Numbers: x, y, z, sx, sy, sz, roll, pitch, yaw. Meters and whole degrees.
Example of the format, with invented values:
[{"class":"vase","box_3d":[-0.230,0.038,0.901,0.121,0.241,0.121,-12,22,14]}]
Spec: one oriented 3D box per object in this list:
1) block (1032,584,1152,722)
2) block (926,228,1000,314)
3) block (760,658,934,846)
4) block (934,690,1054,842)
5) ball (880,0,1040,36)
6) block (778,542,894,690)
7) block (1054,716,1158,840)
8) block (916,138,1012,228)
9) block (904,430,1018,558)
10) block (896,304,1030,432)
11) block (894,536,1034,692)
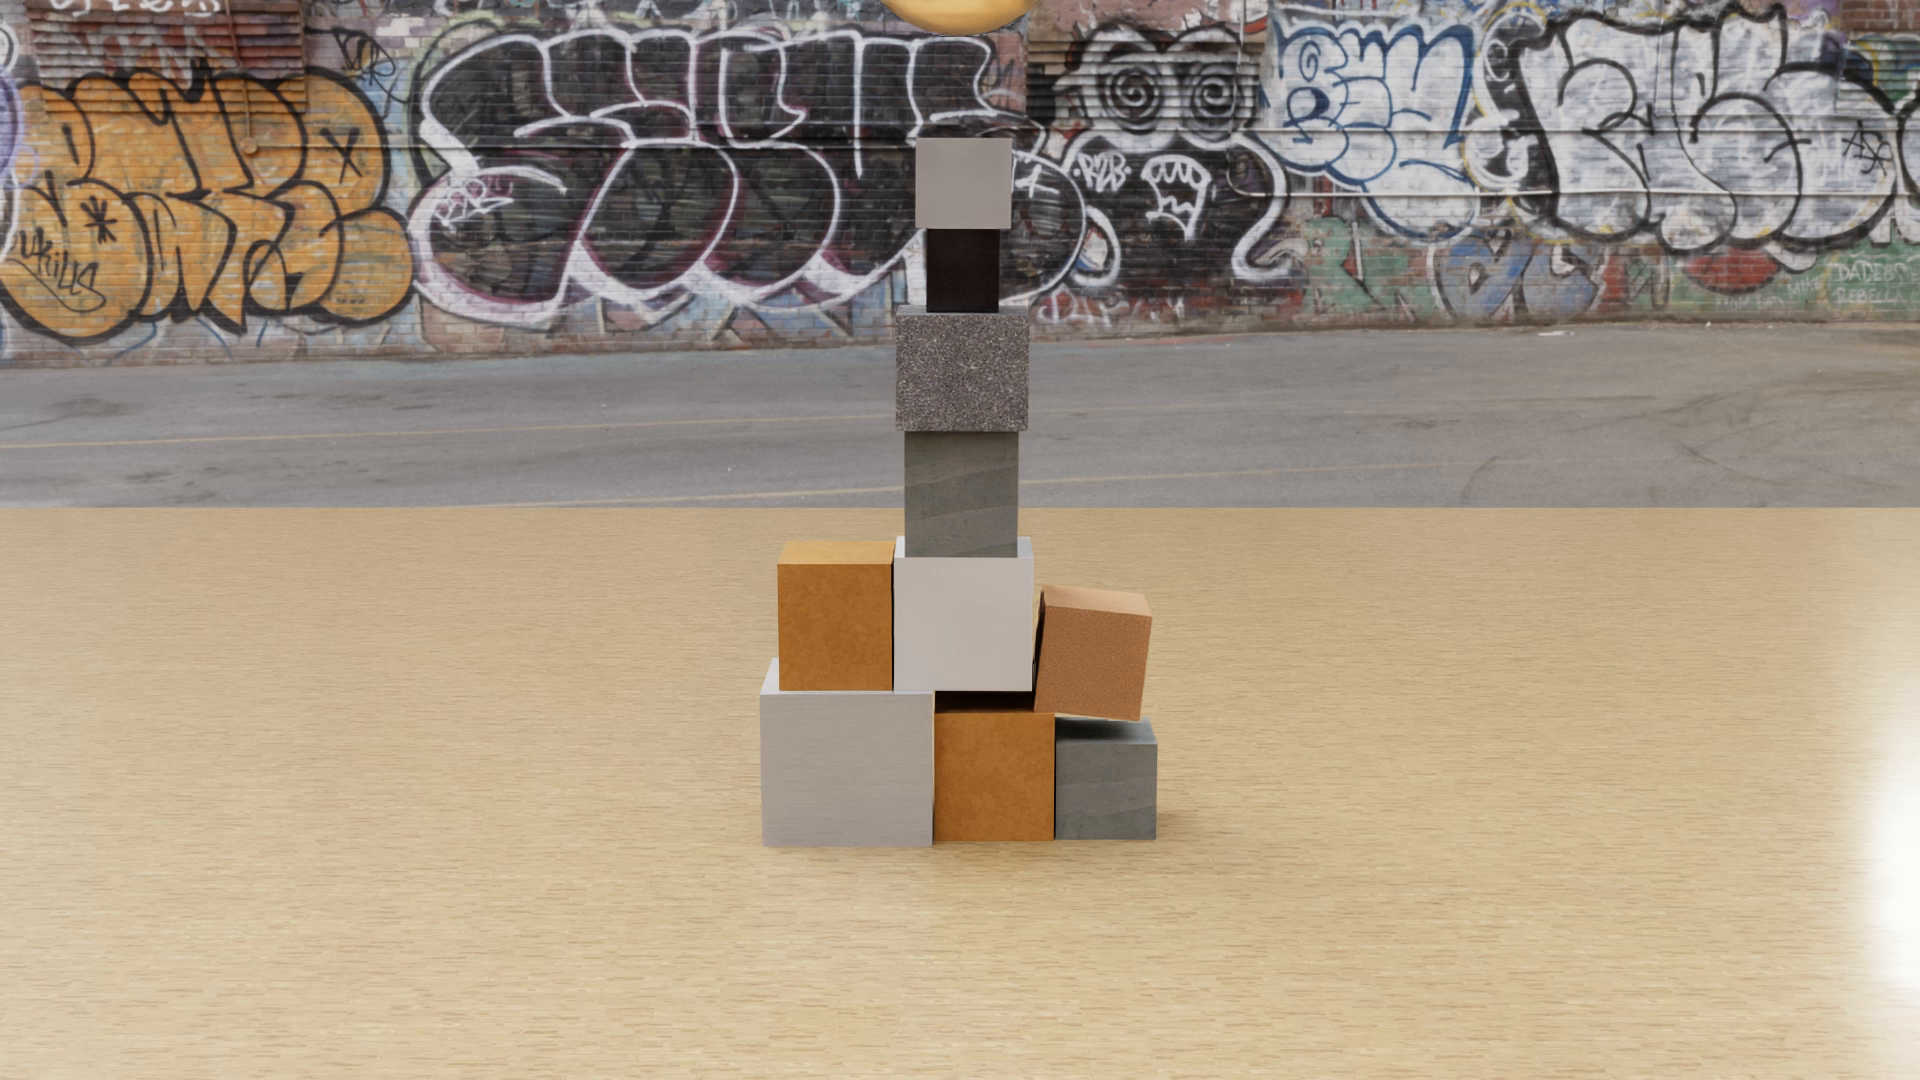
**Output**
[{"class":"block","box_3d":[0.666,0.571,11.284,0.534,0.544,0.537,6,10,-1]},{"class":"block","box_3d":[0.015,-1.353,10.951,0.356,0.413,0.384,0,10,0]},{"class":"block","box_3d":[-0.568,1.085,11.392,0.857,0.789,0.784,0,10,0]},{"class":"block","box_3d":[0.173,1.146,11.402,0.605,0.666,0.620,0,10,0]},{"class":"ball","box_3d":[0.000,-4.401,15.619,1.600,1.600,1.600,0,10,0]},{"class":"block","box_3d":[-0.623,0.381,11.255,0.564,0.645,0.627,0,10,0]},{"class":"block","box_3d":[0.741,1.229,11.405,0.511,0.501,0.538,0,10,0]},{"class":"block","box_3d":[0.017,-1.762,10.844,0.465,0.432,0.453,0,10,0]},{"class":"block","box_3d":[0.007,-0.281,11.137,0.560,0.638,0.616,0,10,0]},{"class":"block","box_3d":[0.011,-0.869,11.017,0.646,0.563,0.693,0,10,0]},{"class":"block","box_3d":[0.017,0.368,11.244,0.691,0.677,0.597,0,10,0]}]
